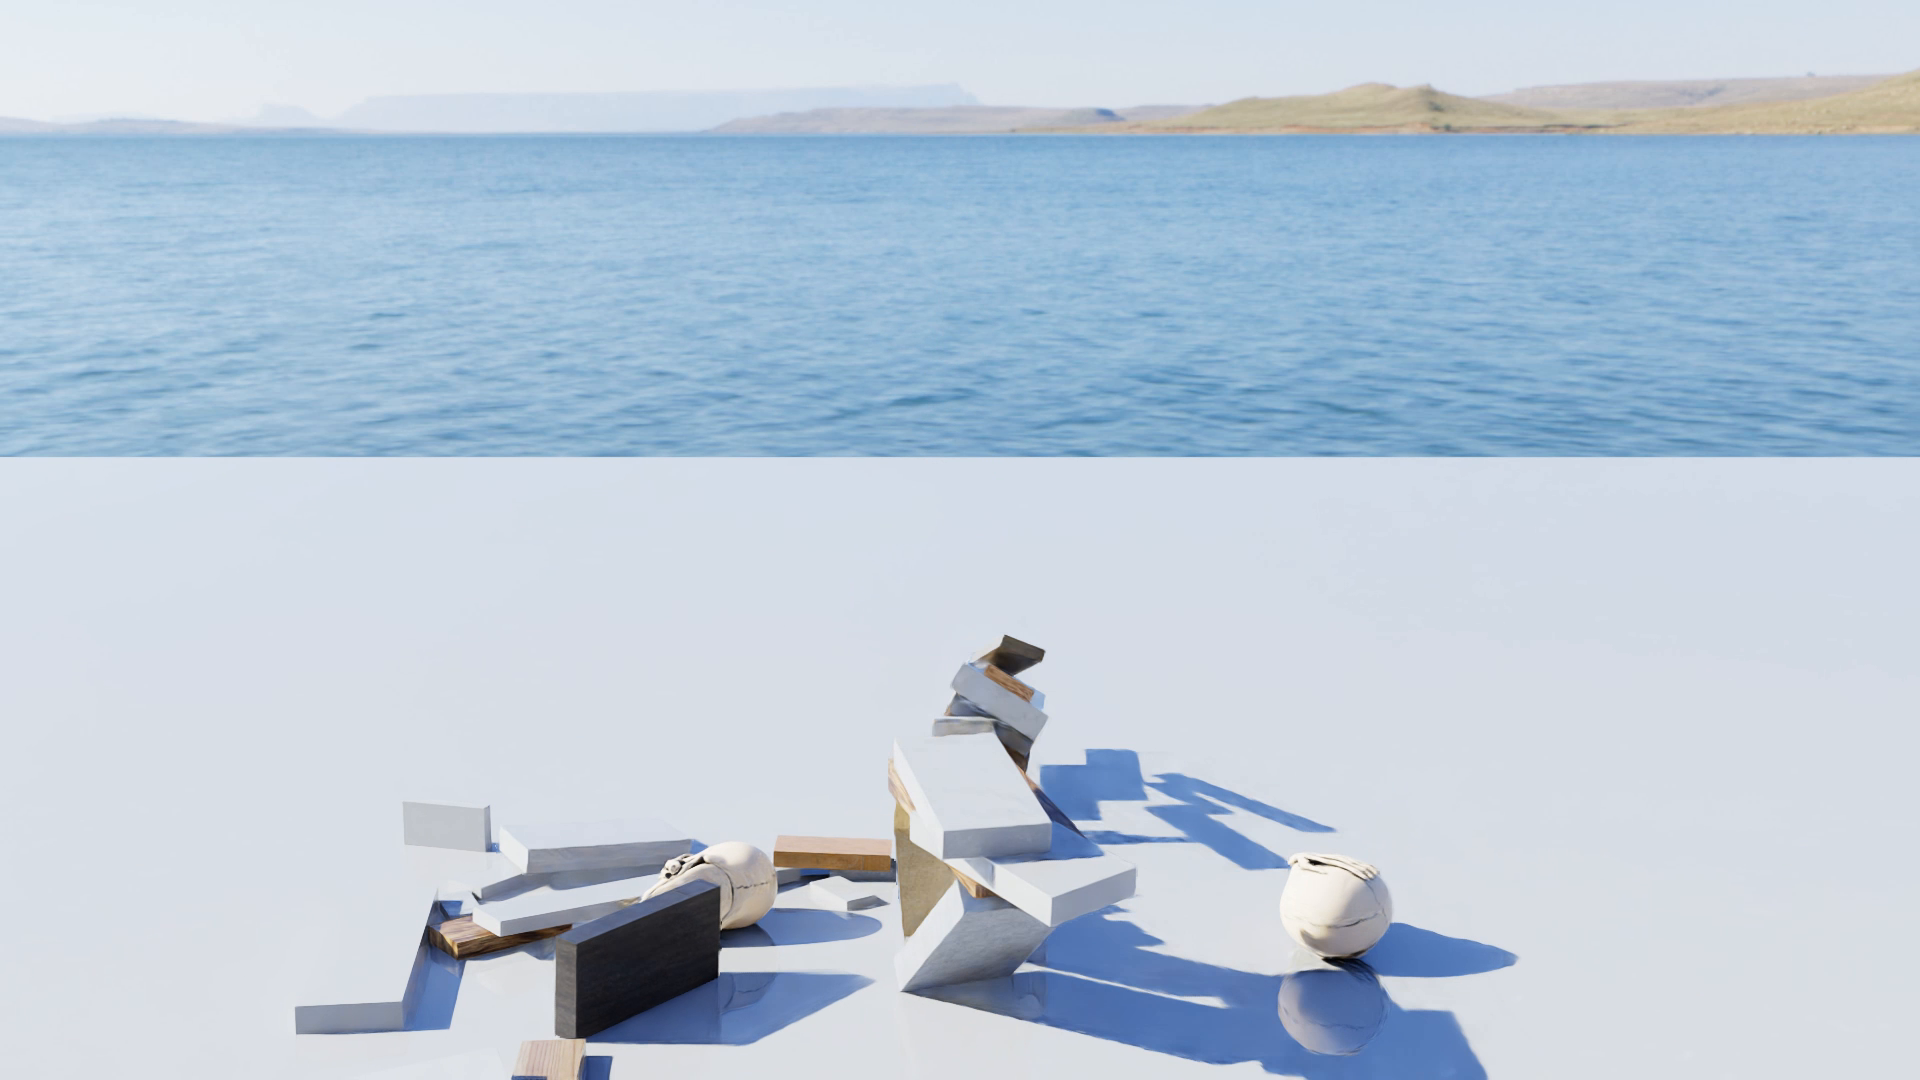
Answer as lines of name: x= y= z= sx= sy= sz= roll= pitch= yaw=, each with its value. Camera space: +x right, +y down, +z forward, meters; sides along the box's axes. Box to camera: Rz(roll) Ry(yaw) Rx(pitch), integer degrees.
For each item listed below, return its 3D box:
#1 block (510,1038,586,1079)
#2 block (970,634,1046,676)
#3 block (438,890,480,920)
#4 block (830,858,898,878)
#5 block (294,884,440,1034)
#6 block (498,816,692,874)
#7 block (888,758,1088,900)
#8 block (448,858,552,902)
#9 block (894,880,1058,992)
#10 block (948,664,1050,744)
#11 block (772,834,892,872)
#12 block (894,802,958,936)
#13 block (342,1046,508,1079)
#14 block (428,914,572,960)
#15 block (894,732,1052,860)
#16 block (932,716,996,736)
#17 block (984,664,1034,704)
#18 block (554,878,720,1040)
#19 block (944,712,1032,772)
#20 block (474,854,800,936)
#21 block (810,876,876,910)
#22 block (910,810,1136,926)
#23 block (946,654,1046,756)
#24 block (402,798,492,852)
block: x=-0.551 y=0.714 z=2.936 sx=0.086 sy=0.024 sz=0.173 roll=-1 pitch=11 yaw=-4
block: x=0.086 y=0.221 z=4.131 sx=0.081 sy=0.023 sz=0.387 roll=21 pitch=-11 yaw=-5
block: x=-0.815 y=0.598 z=3.582 sx=0.055 sy=0.016 sz=0.110 roll=-5 pitch=12 yaw=-24
block: x=-0.165 y=0.563 z=3.769 sx=0.114 sy=0.016 sz=0.057 roll=0 pitch=11 yaw=-2
block: x=-0.893 y=0.629 z=3.342 sx=0.148 sy=0.042 sz=0.492 roll=-1 pitch=11 yaw=-7
block: x=-0.632 y=0.527 z=3.813 sx=0.295 sy=0.042 sz=0.148 roll=0 pitch=9 yaw=-30
block: x=0.039 y=0.392 z=3.104 sx=0.175 sy=0.049 sz=0.349 roll=-5 pitch=20 yaw=-21
block: x=-0.776 y=0.569 z=3.717 sx=0.081 sy=0.023 sz=0.161 roll=8 pitch=13 yaw=35
block: x=0.035 y=0.558 z=3.145 sx=0.175 sy=0.049 sz=0.349 roll=-4 pitch=-27 yaw=-20
block: x=0.075 y=0.295 z=3.934 sx=0.174 sy=0.049 sz=0.347 roll=32 pitch=-4 yaw=6
block: x=-0.217 y=0.536 z=3.766 sx=0.198 sy=0.028 sz=0.099 roll=2 pitch=8 yaw=0
block: x=-0.005 y=0.503 z=3.348 sx=0.175 sy=0.349 sz=0.049 roll=0 pitch=54 yaw=1
block: x=-0.722 y=0.720 z=2.789 sx=0.291 sy=0.041 sz=0.145 roll=-9 pitch=13 yaw=-18
block: x=-0.724 y=0.613 z=3.468 sx=0.198 sy=0.028 sz=0.099 roll=-8 pitch=13 yaw=-38
block: x=0.013 y=0.343 z=2.977 sx=0.145 sy=0.041 sz=0.291 roll=-2 pitch=19 yaw=-14
block: x=0.007 y=0.428 z=3.928 sx=0.111 sy=0.221 sz=0.031 roll=1 pitch=4 yaw=7
block: x=0.090 y=0.279 z=4.163 sx=0.099 sy=0.028 sz=0.198 roll=32 pitch=-6 yaw=4
block: x=-0.463 y=0.604 z=3.181 sx=0.042 sy=0.148 sz=0.295 roll=11 pitch=15 yaw=34
block: x=0.048 y=0.383 z=4.224 sx=0.174 sy=0.049 sz=0.347 roll=30 pitch=9 yaw=-1
block: x=-0.515 y=0.575 z=3.581 sx=0.568 sy=0.024 sz=0.086 roll=-4 pitch=11 yaw=-40
block: x=-0.194 y=0.586 z=3.648 sx=0.057 sy=0.016 sz=0.114 roll=-7 pitch=13 yaw=-35
block: x=0.080 y=0.414 z=2.906 sx=0.145 sy=0.041 sz=0.291 roll=-13 pitch=24 yaw=-37
block: x=0.074 y=0.320 z=4.331 sx=0.174 sy=0.049 sz=0.347 roll=30 pitch=10 yaw=0
block: x=-0.911 y=0.505 z=3.904 sx=0.161 sy=0.081 sz=0.023 roll=3 pitch=11 yaw=16
